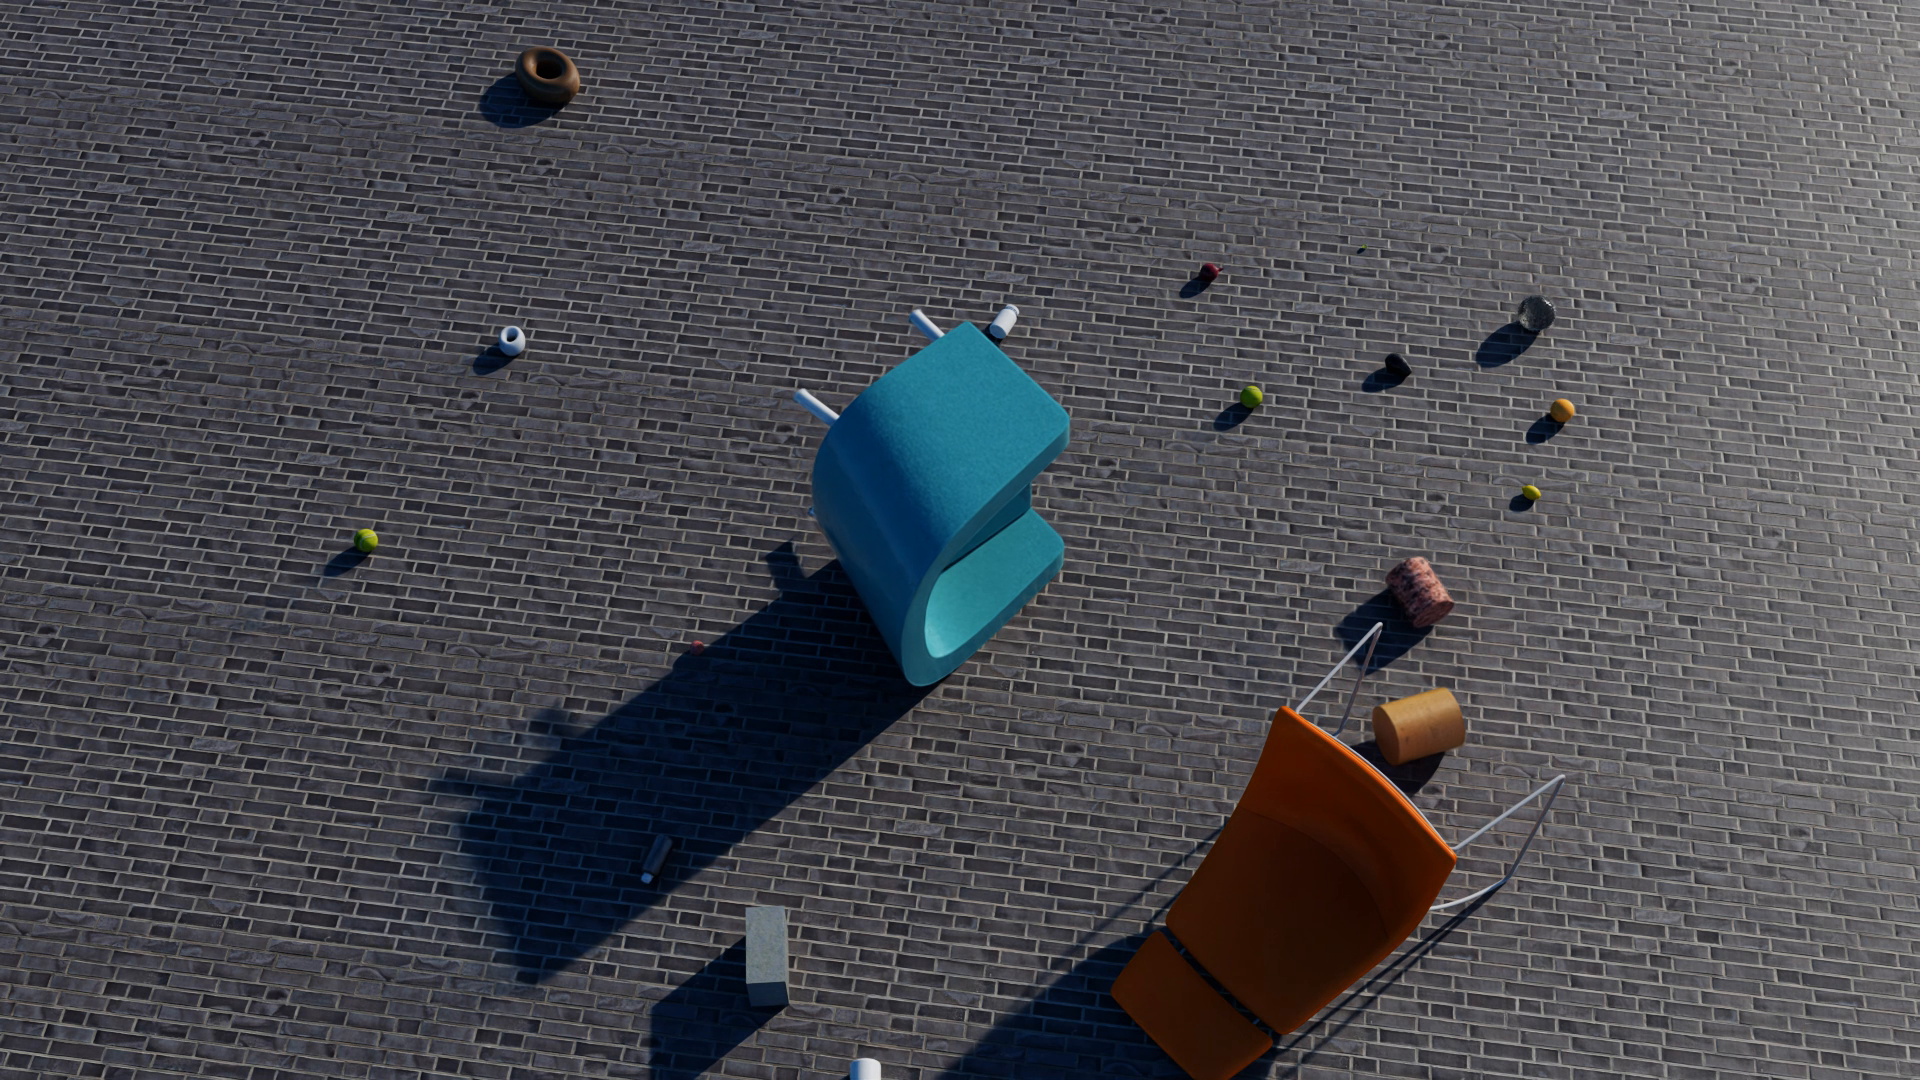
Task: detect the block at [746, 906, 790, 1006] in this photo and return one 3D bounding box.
[{"bbox_3d":[-0.503,1.088,5.750,0.100,0.155,0.211,-3,56,-2],"label":"block"}]

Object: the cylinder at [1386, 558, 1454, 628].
[{"bbox_3d":[1.336,0.153,6.399,0.131,0.120,0.164,-26,59,-1],"label":"cylinder"}]

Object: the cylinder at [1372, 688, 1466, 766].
[{"bbox_3d":[1.276,0.519,6.121,0.198,0.173,0.172,-15,79,-10],"label":"cylinder"}]

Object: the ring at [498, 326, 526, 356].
[{"bbox_3d":[-1.419,-0.630,6.963,0.083,0.057,0.101,-5,54,-1],"label":"ring"}]

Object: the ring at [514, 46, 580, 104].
[{"bbox_3d":[-1.426,-1.607,7.599,0.198,0.089,0.265,-36,64,-23],"label":"ring"}]

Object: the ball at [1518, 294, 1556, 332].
[{"bbox_3d":[1.833,-0.722,6.988,0.116,0.116,0.116,0,56,0],"label":"ball"}]
